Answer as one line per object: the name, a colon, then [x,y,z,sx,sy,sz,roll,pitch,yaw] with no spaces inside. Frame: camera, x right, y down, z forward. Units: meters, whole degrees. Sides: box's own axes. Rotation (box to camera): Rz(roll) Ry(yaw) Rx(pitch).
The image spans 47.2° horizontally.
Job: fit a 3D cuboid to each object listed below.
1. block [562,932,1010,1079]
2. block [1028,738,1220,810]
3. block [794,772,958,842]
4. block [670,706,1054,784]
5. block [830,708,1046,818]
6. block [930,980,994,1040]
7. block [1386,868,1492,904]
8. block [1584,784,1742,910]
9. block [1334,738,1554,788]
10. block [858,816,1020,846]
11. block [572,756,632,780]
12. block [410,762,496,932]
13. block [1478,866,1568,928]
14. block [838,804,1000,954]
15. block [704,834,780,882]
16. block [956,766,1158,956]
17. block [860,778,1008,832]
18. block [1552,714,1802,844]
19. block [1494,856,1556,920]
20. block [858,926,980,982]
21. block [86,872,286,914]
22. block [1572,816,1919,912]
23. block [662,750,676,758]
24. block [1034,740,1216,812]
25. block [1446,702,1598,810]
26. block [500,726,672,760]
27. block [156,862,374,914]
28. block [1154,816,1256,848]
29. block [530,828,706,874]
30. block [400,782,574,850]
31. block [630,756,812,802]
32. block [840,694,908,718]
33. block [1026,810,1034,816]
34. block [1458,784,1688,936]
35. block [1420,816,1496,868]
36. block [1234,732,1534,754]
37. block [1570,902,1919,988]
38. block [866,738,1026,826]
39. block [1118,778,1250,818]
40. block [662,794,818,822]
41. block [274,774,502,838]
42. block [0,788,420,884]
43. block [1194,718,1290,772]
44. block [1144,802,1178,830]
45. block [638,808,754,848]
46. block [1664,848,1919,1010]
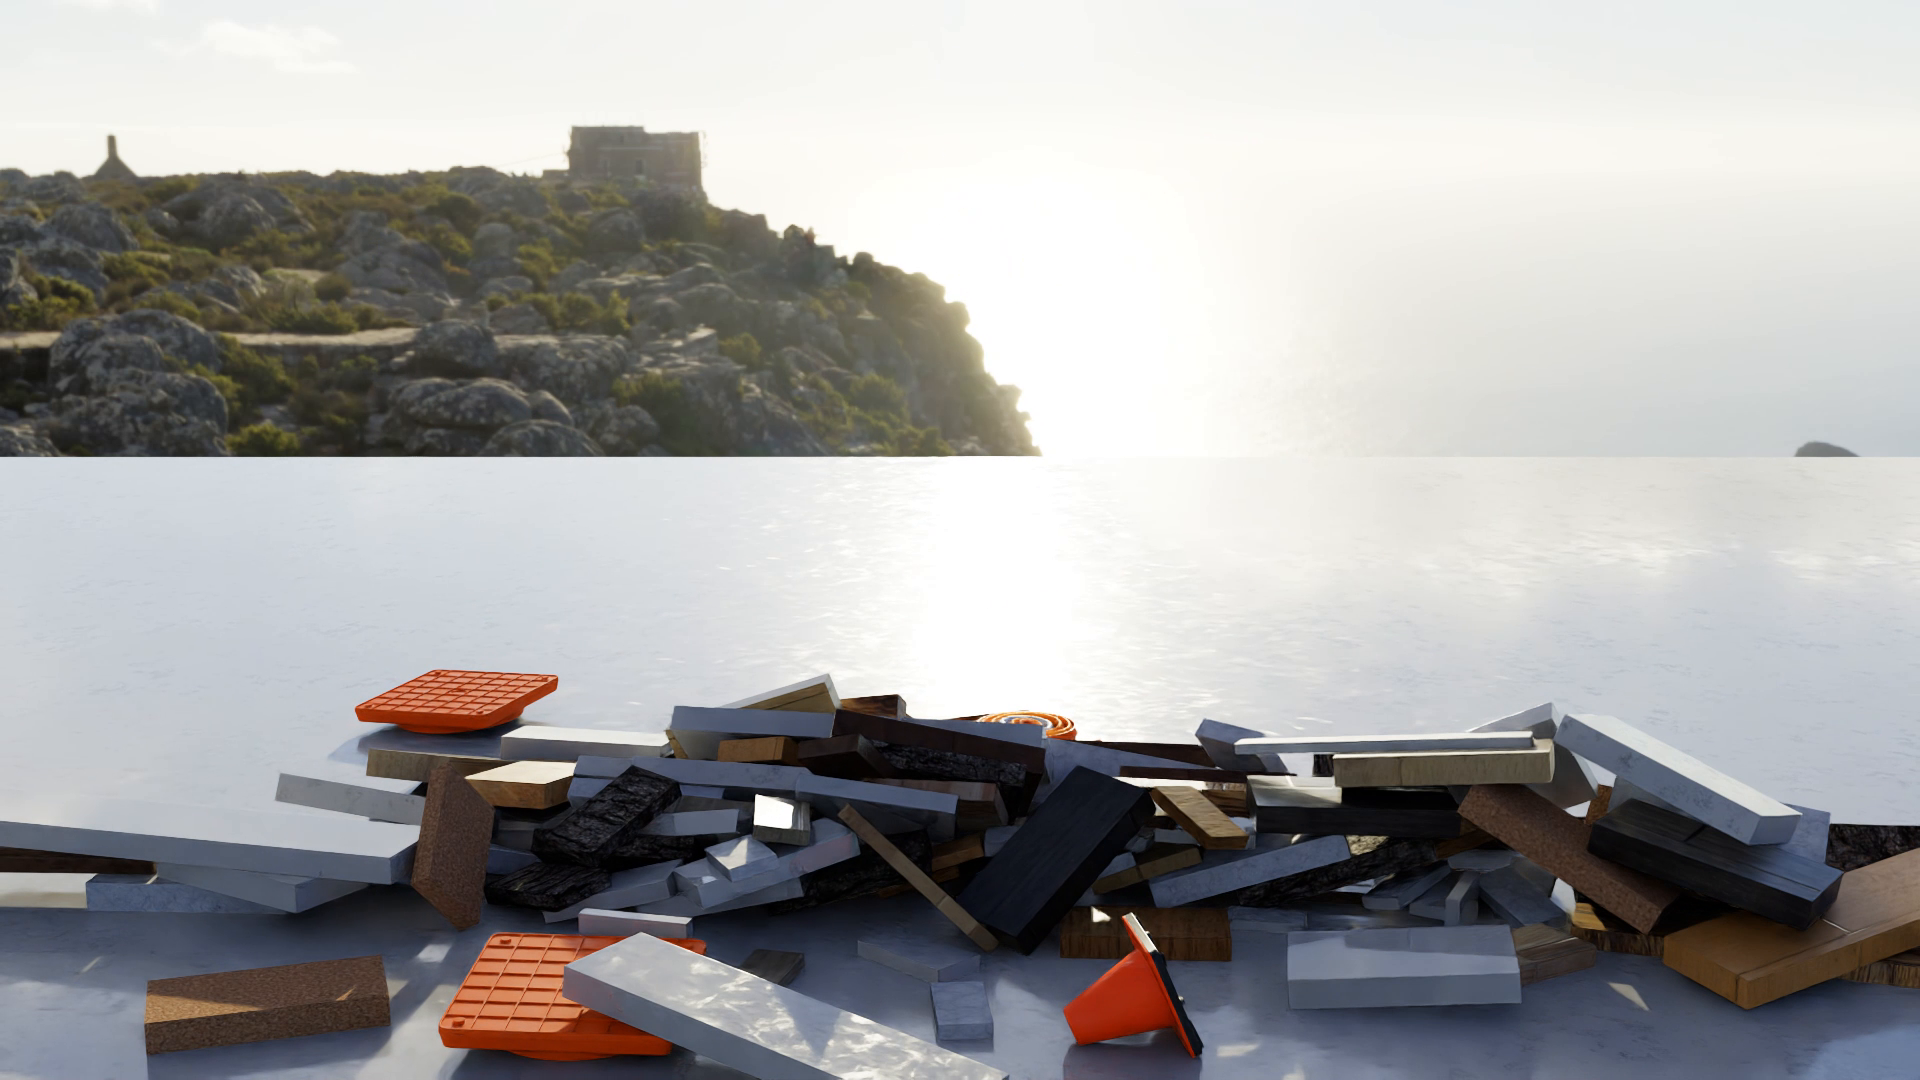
block: [-0.243,0.663,2.950,0.624,0.046,0.163,14,15,30]
block: [0.253,0.442,3.966,0.528,0.131,0.037,9,-30,12]
block: [-0.139,0.450,3.682,0.268,0.033,0.117,8,-33,5]
block: [-0.175,0.367,3.950,0.670,0.046,0.162,2,-27,10]
block: [-0.049,0.393,3.854,0.369,0.050,0.177,11,-33,-3]
block: [0.002,0.674,3.156,0.078,0.022,0.156,-1,11,-5]
block: [0.814,0.576,3.670,0.191,0.027,0.095,1,11,4]
block: [1.194,0.508,3.602,0.337,0.048,0.168,12,37,21]
block: [0.790,0.363,3.585,0.338,0.048,0.169,-3,1,17]
block: [-0.033,0.511,3.886,0.165,0.047,0.329,7,8,23]
block: [-0.476,0.463,3.961,0.421,0.147,0.042,2,47,13]
block: [-0.817,0.494,3.554,0.036,0.128,0.256,-25,35,14]
block: [0.894,0.579,3.526,0.076,0.022,0.152,-14,27,-19]
block: [-0.068,0.531,3.461,0.326,0.025,0.089,37,-8,37]
block: [-0.344,0.500,3.457,0.078,0.022,0.156,-16,10,-19]
block: [0.149,0.506,3.504,0.327,0.046,0.163,-45,34,-24]
block: [-0.044,0.448,3.714,0.234,0.033,0.117,1,-34,15]
block: [1.153,0.382,3.543,0.354,0.050,0.177,30,15,38]
block: [0.924,0.572,3.587,0.076,0.022,0.152,8,28,23]
block: [-0.064,0.634,3.362,0.177,0.025,0.089,10,15,44]
block: [-1.256,0.568,3.658,0.329,0.047,0.165,1,11,3]
block: [1.376,0.540,3.628,0.721,0.048,0.168,1,35,5]
block: [-0.469,0.413,4.164,0.175,0.087,0.025,-25,13,14]
block: [0.302,0.451,4.004,0.325,0.162,0.046,1,-31,8]
block: [0.878,0.415,3.736,0.354,0.177,0.050,-24,22,25]
block: [-0.714,0.401,4.258,0.311,0.044,0.156,3,3,6]
block: [-1.135,0.533,3.592,0.329,0.047,0.165,6,12,31]
block: [0.405,0.478,3.626,0.163,0.023,0.081,3,13,7]
block: [-0.564,0.530,3.690,0.276,0.039,0.138,2,-24,10]
block: [-0.874,0.500,4.018,0.348,0.049,0.174,3,11,18]
block: [-0.394,0.465,3.870,0.354,0.177,0.050,2,47,13]
block: [-0.266,0.390,4.168,0.327,0.163,0.046,-7,-29,19]
block: [0.183,0.486,4.130,0.256,0.036,0.128,6,12,28]
block: [0.966,0.490,3.472,0.338,0.048,0.169,34,19,25]
block: [0.832,0.487,3.655,0.191,0.027,0.095,-19,9,-8]
block: [0.696,0.335,3.627,0.480,0.018,0.062,-3,1,19]
block: [1.358,0.634,3.343,0.824,0.033,0.117,4,11,20]
block: [-0.050,0.419,3.807,0.310,0.044,0.155,9,-33,0]
block: [0.446,0.495,3.755,0.370,0.155,0.044,2,11,9]
block: [-0.368,0.504,3.760,0.280,0.140,0.040,4,48,19]
block: [-1.006,0.468,3.873,0.348,0.049,0.174,6,-9,21]
block: [-1.296,0.482,3.619,0.892,0.044,0.156,3,11,15]
block: [0.535,0.424,3.965,0.131,0.262,0.037,11,58,43]
block: [0.280,0.447,3.639,0.163,0.023,0.081,5,13,12]
block: [-0.457,0.500,3.694,0.305,0.040,0.140,-8,-27,30]
block: [1.410,0.569,3.382,0.718,0.046,0.163,-11,20,-26]
